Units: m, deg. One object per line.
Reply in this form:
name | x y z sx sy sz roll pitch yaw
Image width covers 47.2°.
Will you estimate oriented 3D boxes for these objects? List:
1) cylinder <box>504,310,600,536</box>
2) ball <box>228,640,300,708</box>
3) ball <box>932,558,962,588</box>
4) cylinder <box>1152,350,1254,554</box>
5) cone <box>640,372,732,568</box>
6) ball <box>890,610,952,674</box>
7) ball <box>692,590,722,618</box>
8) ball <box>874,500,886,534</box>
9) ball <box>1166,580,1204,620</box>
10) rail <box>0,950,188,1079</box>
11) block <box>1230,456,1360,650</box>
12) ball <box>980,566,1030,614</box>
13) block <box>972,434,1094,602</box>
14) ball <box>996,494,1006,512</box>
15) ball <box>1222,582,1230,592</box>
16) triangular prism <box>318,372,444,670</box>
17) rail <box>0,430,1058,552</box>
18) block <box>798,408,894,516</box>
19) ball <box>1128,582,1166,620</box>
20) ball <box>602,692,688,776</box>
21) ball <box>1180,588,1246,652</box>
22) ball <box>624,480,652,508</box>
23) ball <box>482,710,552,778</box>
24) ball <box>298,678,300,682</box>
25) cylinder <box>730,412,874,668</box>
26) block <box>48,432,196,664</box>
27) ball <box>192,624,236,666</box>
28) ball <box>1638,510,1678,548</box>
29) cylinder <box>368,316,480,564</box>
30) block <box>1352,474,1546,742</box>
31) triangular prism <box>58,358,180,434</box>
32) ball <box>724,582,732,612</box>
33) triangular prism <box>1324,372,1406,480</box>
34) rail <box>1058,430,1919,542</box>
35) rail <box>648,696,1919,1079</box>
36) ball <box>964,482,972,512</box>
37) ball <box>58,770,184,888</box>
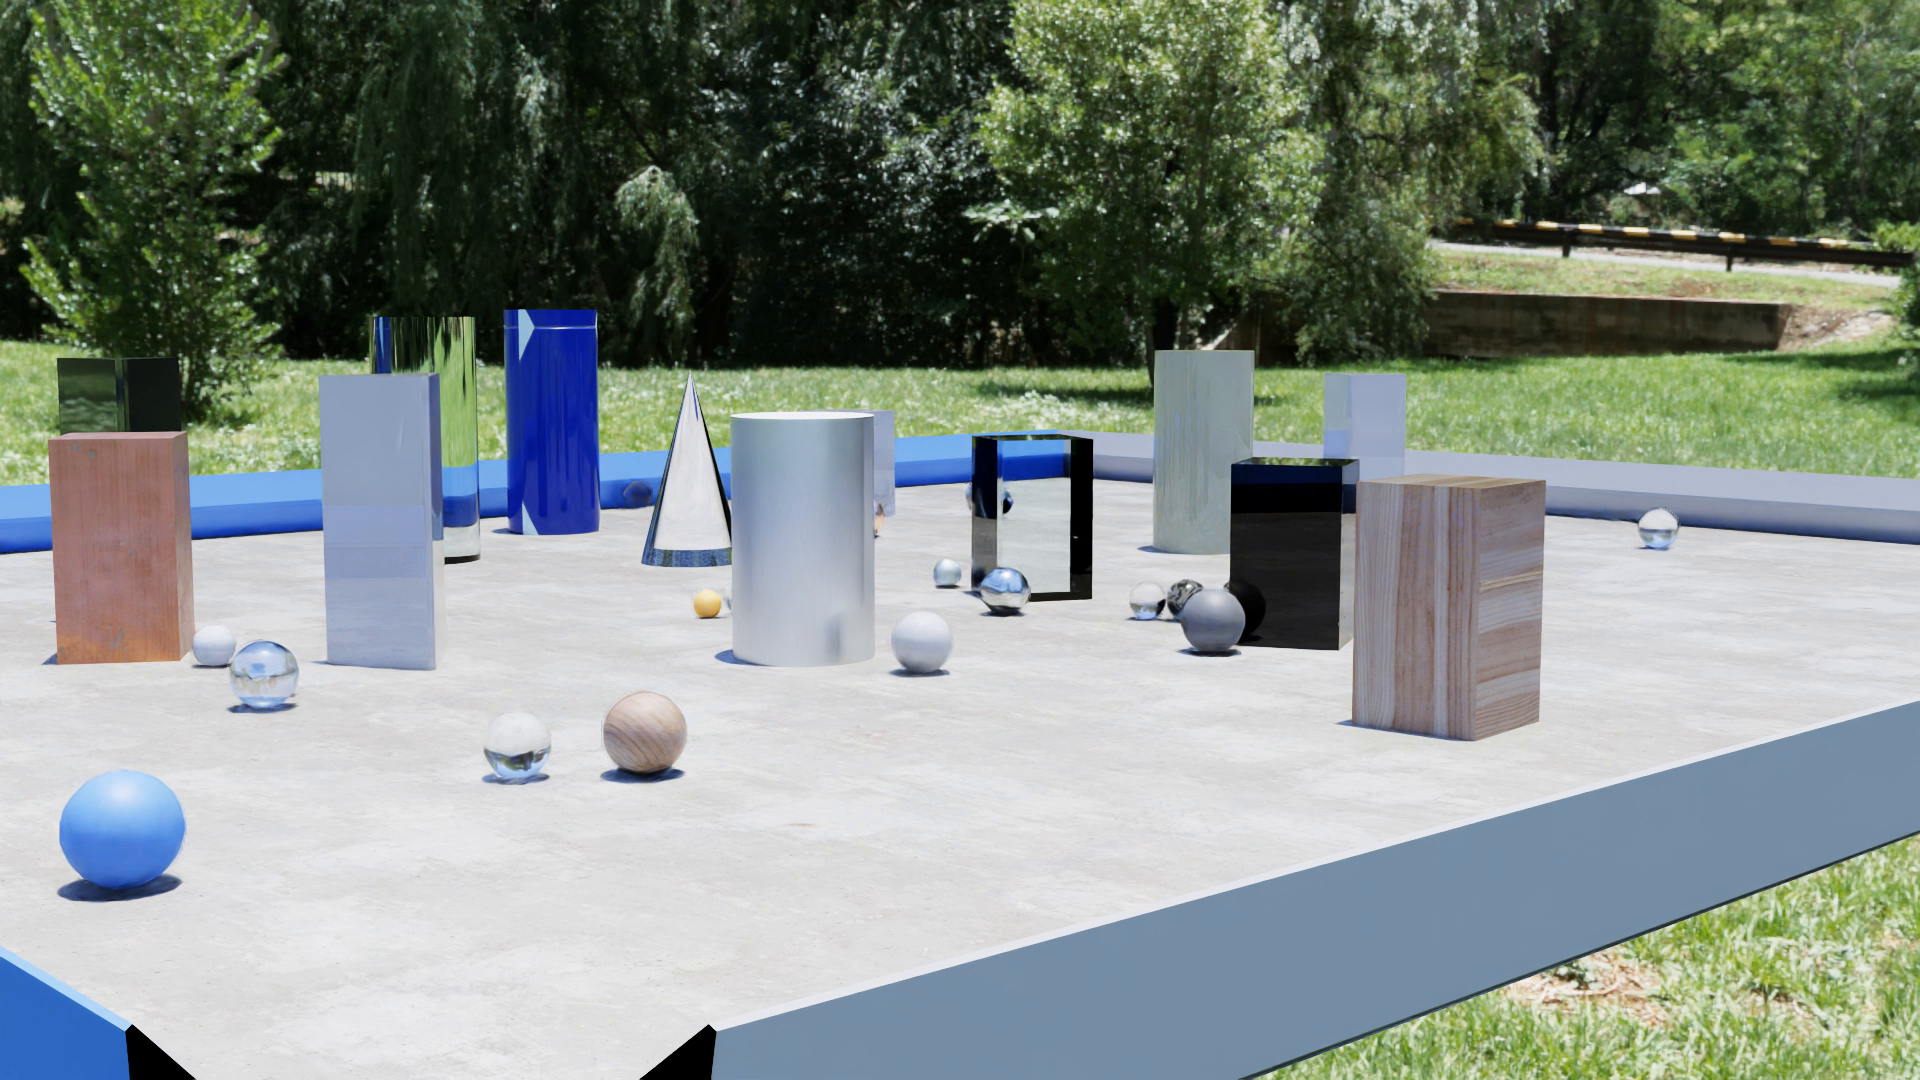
cylinder | -0.802 -0.235 4.329 0.181 0.435 0.181 0 6 0
ball | -0.771 0.149 2.435 0.075 0.075 0.075 0 6 0
ball | -0.020 0.052 3.478 0.045 0.045 0.045 0 6 0
cylinder | 0.443 -0.163 4.001 0.181 0.361 0.181 0 6 0
cone | -0.466 -0.129 3.813 0.181 0.334 0.181 0 6 0
ball | -0.046 0.124 2.666 0.076 0.076 0.076 0 6 0
ball | -0.360 0.091 3.134 0.041 0.041 0.041 0 6 0
ball | -0.183 -0.045 4.231 0.078 0.078 0.078 0 6 0
ball | 0.321 0.085 3.106 0.059 0.059 0.059 0 6 0
rail | -1.354 0.163 2.090 0.045 0.117 3.289 -6 8 -42
block | 0.445 0.015 2.919 0.145 0.238 0.145 2 6 19
ball | 0.065 0.073 3.169 0.070 0.070 0.070 0 6 0
block | 0.109 -0.036 3.369 0.145 0.243 0.145 -2 6 -18
ball | 0.076 -0.084 4.758 0.045 0.045 0.045 0 6 0
ball | 0.395 0.085 3.055 0.070 0.070 0.070 0 6 0
triangular prism | -0.692 -0.028 2.759 0.156 0.358 0.136 2 7 21
rail | -1.099 -0.096 4.517 3.731 0.117 0.045 -6 8 -42
block | -0.240 -0.161 4.634 0.145 0.223 0.145 5 8 39
ball | 0.267 0.086 3.125 0.054 0.054 0.054 0 6 0
ball | -0.299 0.184 2.087 0.080 0.080 0.080 0 6 0
ball | 0.325 0.103 2.825 0.083 0.083 0.083 0 6 0
ball | -0.707 -0.099 4.824 0.061 0.061 0.061 0 6 0
ball | -0.417 0.193 2.073 0.064 0.064 0.064 0 6 0
ball | -0.777 0.157 2.515 0.042 0.042 0.042 0 6 0
cylinder | -0.199 -0.005 2.785 0.181 0.306 0.181 0 6 0
block | -1.064 0.007 2.799 0.145 0.280 0.145 -1 6 -12
ball | -0.922 0.130 2.717 0.053 0.053 0.053 0 6 0
ball | 1.280 -0.020 4.032 0.072 0.072 0.072 0 6 0
cylinder | -0.933 -0.176 3.834 0.181 0.424 0.181 0 6 0
block | 0.519 0.066 2.337 0.145 0.260 0.145 5 8 40
triangular prism | -1.154 -0.070 3.089 0.156 0.371 0.136 5 8 39
ball | -0.315 0.082 3.171 0.052 0.052 0.052 0 6 0
triangular prism | 0.756 -0.166 4.261 0.156 0.312 0.136 -5 8 -37
rail | 1.354 -0.102 4.575 0.045 0.117 3.289 -6 8 -42
rail | 1.099 0.157 2.148 3.731 0.117 0.045 -6 8 -42
ball | 0.049 -0.090 4.643 0.081 0.081 0.081 0 6 0
ball | -0.641 0.221 1.684 0.090 0.090 0.090 0 6 0
